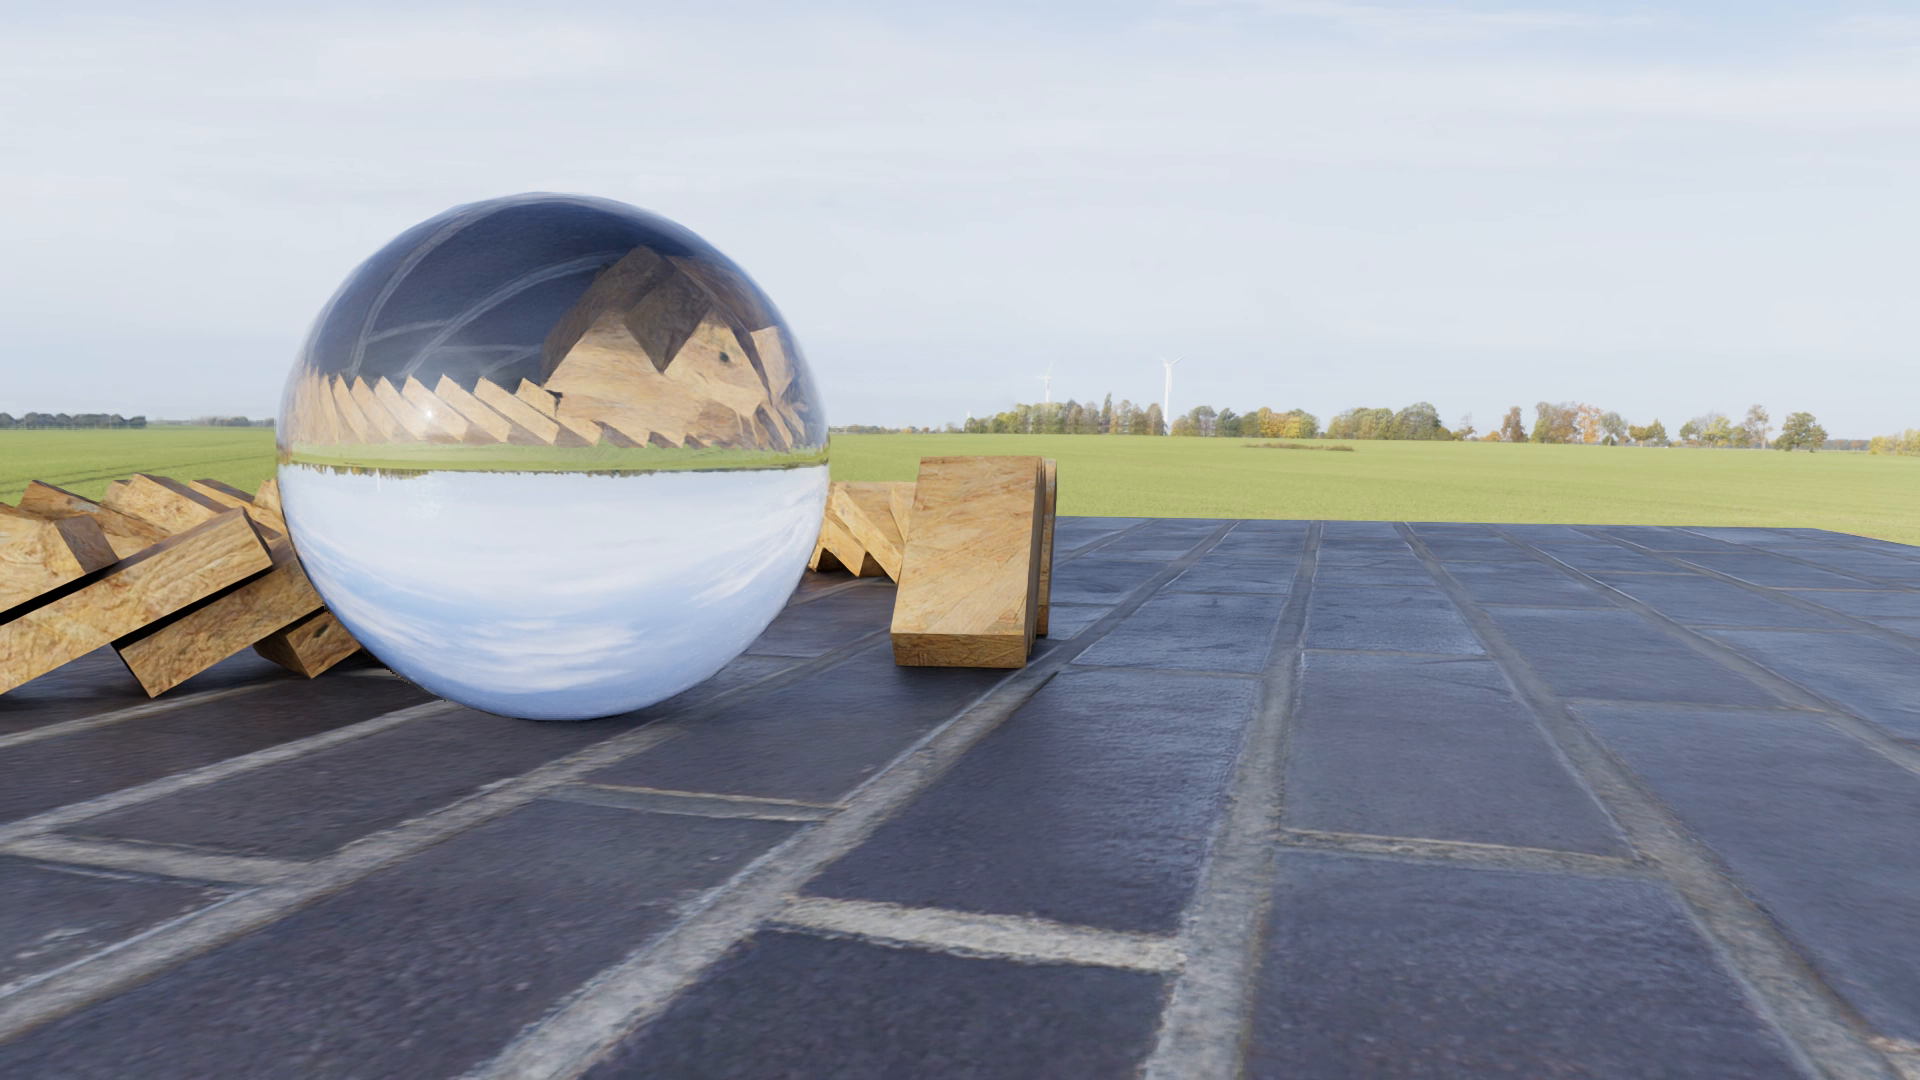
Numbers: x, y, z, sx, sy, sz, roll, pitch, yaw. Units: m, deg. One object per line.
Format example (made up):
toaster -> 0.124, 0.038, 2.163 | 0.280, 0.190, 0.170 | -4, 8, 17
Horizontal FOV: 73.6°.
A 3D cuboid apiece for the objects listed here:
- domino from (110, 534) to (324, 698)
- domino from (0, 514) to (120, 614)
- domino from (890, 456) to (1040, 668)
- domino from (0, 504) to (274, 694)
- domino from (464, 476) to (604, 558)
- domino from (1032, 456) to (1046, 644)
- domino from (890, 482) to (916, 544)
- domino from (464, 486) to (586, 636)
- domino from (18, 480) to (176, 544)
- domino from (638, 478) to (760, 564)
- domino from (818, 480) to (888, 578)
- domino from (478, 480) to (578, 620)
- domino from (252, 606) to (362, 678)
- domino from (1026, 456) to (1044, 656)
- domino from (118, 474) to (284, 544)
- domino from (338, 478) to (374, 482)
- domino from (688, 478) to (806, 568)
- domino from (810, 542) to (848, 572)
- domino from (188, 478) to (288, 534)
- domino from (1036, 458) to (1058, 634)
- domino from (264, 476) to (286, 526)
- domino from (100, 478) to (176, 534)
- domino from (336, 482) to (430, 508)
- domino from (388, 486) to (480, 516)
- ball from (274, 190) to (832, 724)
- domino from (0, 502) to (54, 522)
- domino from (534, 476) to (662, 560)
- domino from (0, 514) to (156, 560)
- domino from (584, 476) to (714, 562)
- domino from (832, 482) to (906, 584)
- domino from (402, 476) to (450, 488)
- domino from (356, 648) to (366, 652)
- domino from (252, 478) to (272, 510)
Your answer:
domino -> -0.127, 0.009, 0.235 | 0.050, 0.009, 0.025 | -35, 27, -31
domino -> -0.167, 0.012, 0.207 | 0.050, 0.009, 0.025 | -29, 14, -18
domino -> 0.002, 0.003, 0.259 | 0.025, 0.010, 0.050 | 1, 45, 7
domino -> -0.145, 0.011, 0.219 | 0.050, 0.010, 0.025 | -31, 19, -23
domino -> -0.163, -0.009, 0.493 | 0.050, 0.010, 0.025 | 26, 8, 6
domino -> 0.006, 0.001, 0.288 | 0.025, 0.010, 0.050 | 1, 45, 7
domino -> -0.004, -0.002, 0.393 | 0.025, 0.010, 0.050 | -1, 30, -16
domino -> -0.110, 0.004, 0.305 | 0.025, 0.010, 0.050 | 5, 30, 3
domino -> -0.297, -0.006, 0.447 | 0.050, 0.010, 0.025 | 27, -11, -31
domino -> -0.093, -0.008, 0.474 | 0.050, 0.009, 0.025 | 32, 21, 30
domino -> -0.036, -0.004, 0.430 | 0.025, 0.010, 0.050 | -4, 30, -39
domino -> -0.115, 0.002, 0.329 | 0.025, 0.010, 0.050 | 4, 30, -8
domino -> -0.113, 0.007, 0.254 | 0.025, 0.009, 0.050 | 8, 36, 41
domino -> 0.004, 0.002, 0.274 | 0.025, 0.009, 0.050 | 1, 45, 7
domino -> -0.203, -0.002, 0.357 | 0.050, 0.009, 0.025 | 30, -7, -14
domino -> -0.210, -0.009, 0.489 | 0.050, 0.010, 0.025 | 24, 3, -4
domino -> -0.072, -0.007, 0.461 | 0.050, 0.010, 0.025 | 33, 24, 34
domino -> -0.052, -0.006, 0.447 | 0.025, 0.009, 0.050 | -4, 30, -42
domino -> -0.256, -0.008, 0.474 | 0.050, 0.009, 0.025 | 25, -3, -16
domino -> 0.009, 0.000, 0.303 | 0.025, 0.010, 0.050 | 1, 43, 7
domino -> -0.177, -0.002, 0.373 | 0.050, 0.009, 0.025 | 33, 15, 27
domino -> -0.278, -0.007, 0.462 | 0.050, 0.010, 0.025 | 25, -6, -22
domino -> -0.154, -0.001, 0.363 | 0.050, 0.010, 0.025 | 37, 24, 35
domino -> -0.134, 0.001, 0.346 | 0.025, 0.009, 0.050 | -4, 31, -40
ball -> -0.060, -0.012, 0.197 | 0.080, 0.080, 0.080 | 0, 4, 0
domino -> -0.312, -0.004, 0.426 | 0.025, 0.010, 0.050 | 4, -19, 41
domino -> -0.137, -0.009, 0.492 | 0.050, 0.009, 0.025 | 29, 15, 20
domino -> -0.227, 0.004, 0.344 | 0.050, 0.010, 0.025 | 14, -10, -25
domino -> -0.115, -0.009, 0.484 | 0.050, 0.009, 0.025 | 30, 17, 24
domino -> -0.019, -0.003, 0.413 | 0.025, 0.009, 0.050 | -3, 30, -31
domino -> -0.187, -0.009, 0.492 | 0.050, 0.009, 0.025 | 25, 4, -1
domino -> -0.113, 0.006, 0.280 | 0.025, 0.009, 0.050 | 1, 32, 8
domino -> -0.234, -0.008, 0.481 | 0.050, 0.010, 0.025 | 25, -1, -13
